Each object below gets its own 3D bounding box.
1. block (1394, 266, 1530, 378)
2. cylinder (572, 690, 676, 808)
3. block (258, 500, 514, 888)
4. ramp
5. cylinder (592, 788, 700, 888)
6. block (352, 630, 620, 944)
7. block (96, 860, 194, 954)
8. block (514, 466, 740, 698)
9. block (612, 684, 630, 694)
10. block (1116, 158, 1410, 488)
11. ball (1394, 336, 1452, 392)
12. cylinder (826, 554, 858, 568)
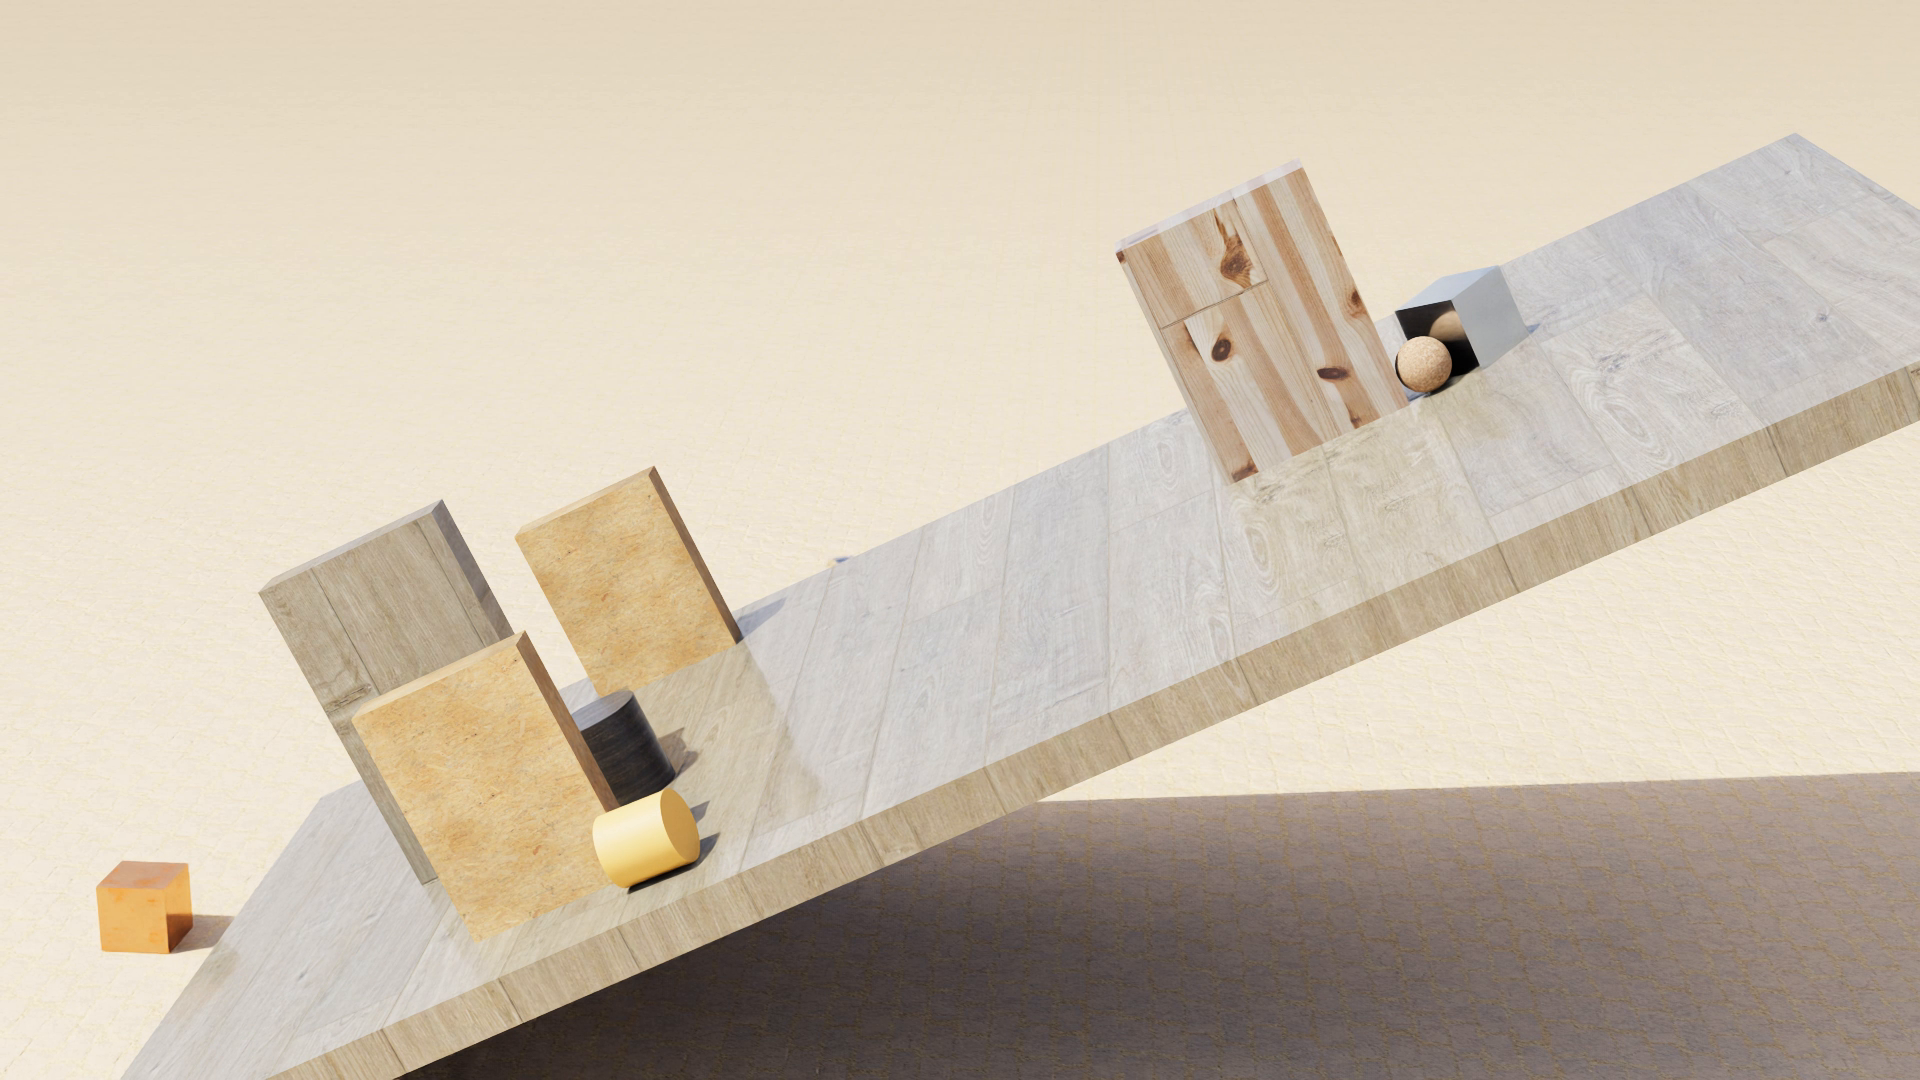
[{"bbox_3d":[1.080,-0.466,6.329,0.171,0.171,0.171,-35,16,-33],"label":"block"},{"bbox_3d":[-0.731,0.451,6.195,0.196,0.196,0.196,-25,13,6],"label":"cylinder"},{"bbox_3d":[-1.118,0.329,6.233,0.414,0.727,0.108,-24,13,9],"label":"block"},{"bbox_3d":[0.136,0.169,6.282,4.000,0.100,2.000,-24,13,9],"label":"ramp"},{"bbox_3d":[-0.596,0.568,5.597,0.148,0.148,0.148,-22,10,16],"label":"cylinder"},{"bbox_3d":[-0.891,0.480,5.700,0.359,0.508,0.097,-24,13,9],"label":"block"},{"bbox_3d":[-1.907,0.859,6.884,0.162,0.162,0.162,2,16,6],"label":"block"},{"bbox_3d":[-0.794,0.108,7.045,0.360,0.461,0.098,-24,13,9],"label":"block"},{"bbox_3d":[-0.747,0.434,6.372,0.158,0.158,0.158,-28,13,-7],"label":"block"},{"bbox_3d":[0.645,-0.463,6.286,0.430,0.561,0.134,-24,13,9],"label":"block"},{"bbox_3d":[0.986,-0.373,6.262,0.120,0.120,0.120,0,16,0],"label":"ball"},{"bbox_3d":[-0.330,0.128,9.450,0.160,0.160,0.160,-7,17,-24],"label":"cylinder"}]
